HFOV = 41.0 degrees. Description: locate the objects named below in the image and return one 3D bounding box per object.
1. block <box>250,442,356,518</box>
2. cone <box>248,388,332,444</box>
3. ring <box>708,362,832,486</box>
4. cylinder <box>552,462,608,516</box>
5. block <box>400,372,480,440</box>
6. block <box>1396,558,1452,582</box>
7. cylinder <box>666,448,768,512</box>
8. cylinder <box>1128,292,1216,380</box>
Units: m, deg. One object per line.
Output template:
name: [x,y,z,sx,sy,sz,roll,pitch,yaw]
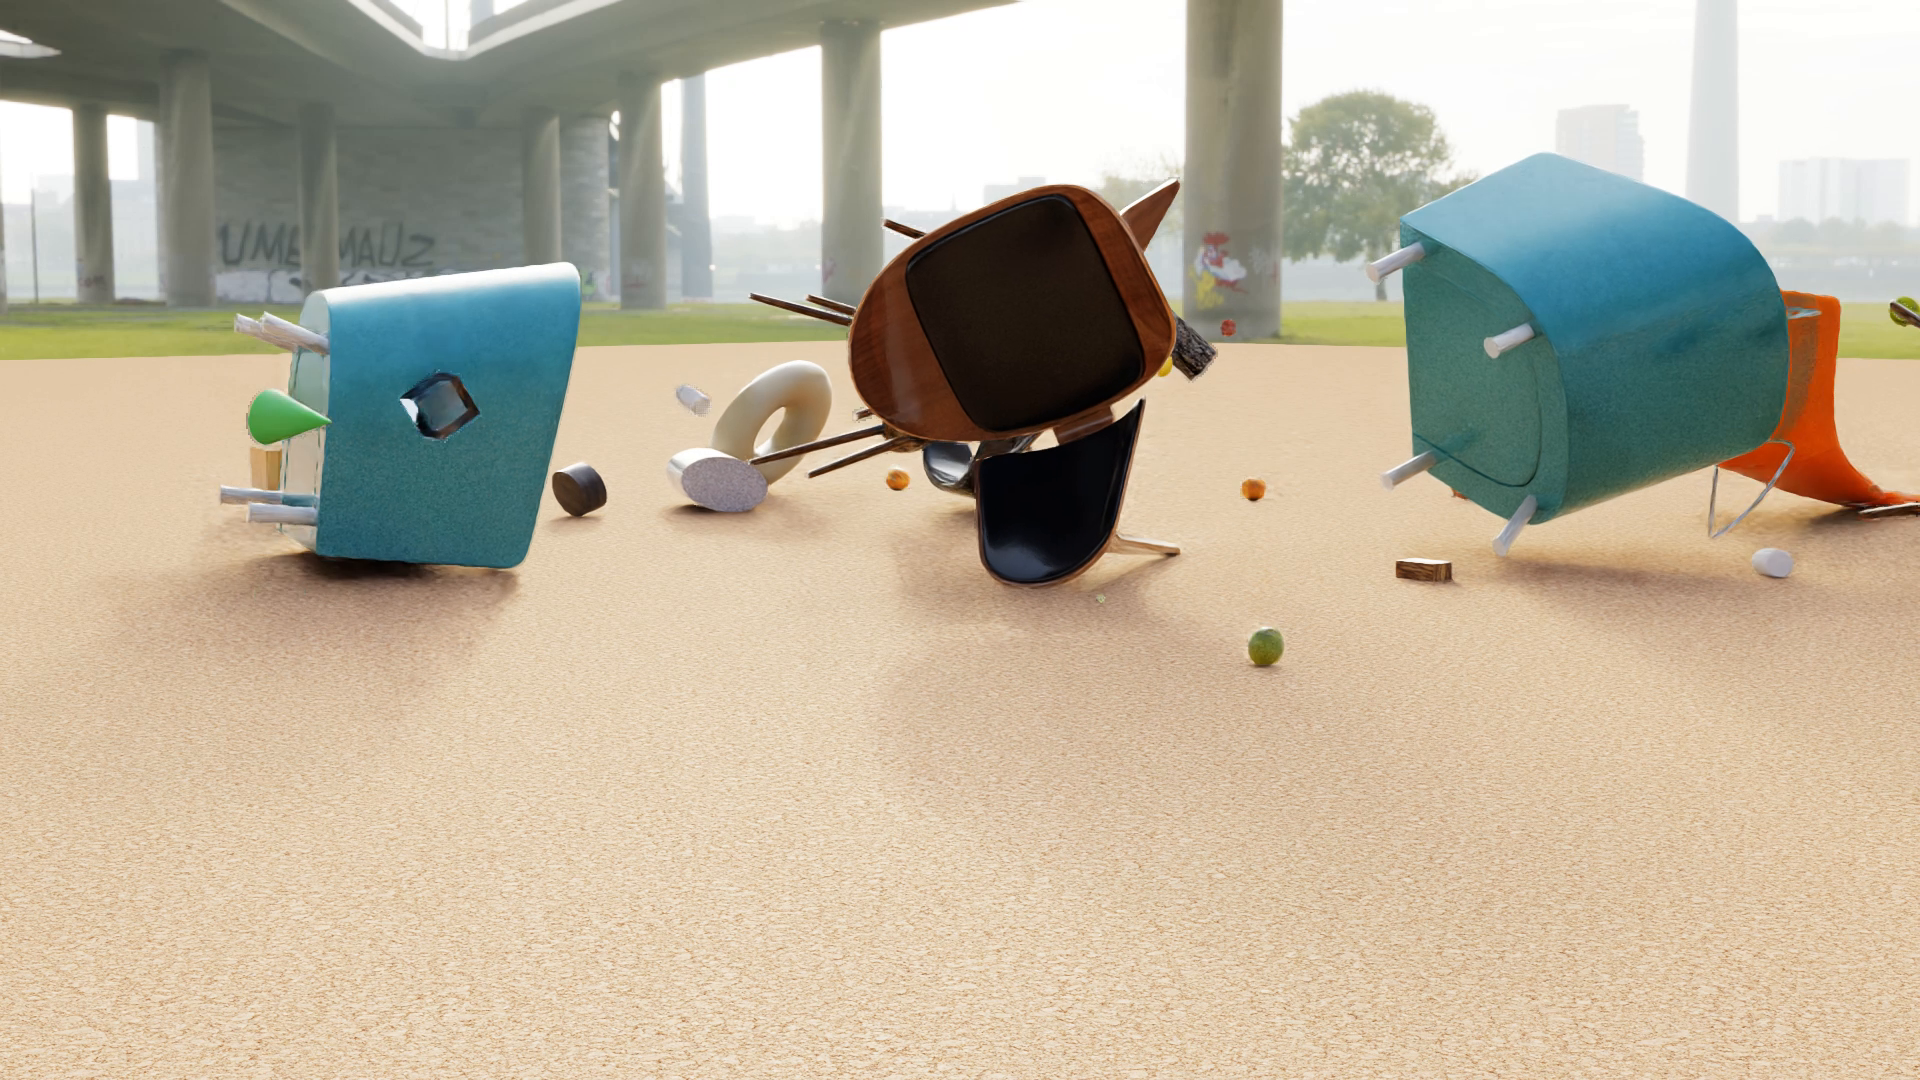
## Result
block: [-1.825,-0.168,7.119,0.236,0.185,0.204,-4,7,-27]
cone: [-1.276,-0.234,4.966,0.181,0.112,0.098,6,-20,34]
ring: [-0.578,-0.341,7.787,0.158,0.497,0.284,22,-24,50]
cylinder: [-1.045,-0.139,7.043,0.149,0.126,0.075,35,43,30]
block: [-1.108,-0.287,5.462,0.101,0.097,0.110,-39,27,-24]
block: [1.012,0.065,5.596,0.066,0.038,0.102,-5,8,-41]
cylinder: [-0.696,-0.172,7.317,0.246,0.154,0.331,10,3,-15]
cylinder: [0.634,-0.613,7.694,0.111,0.261,0.144,-43,9,30]
